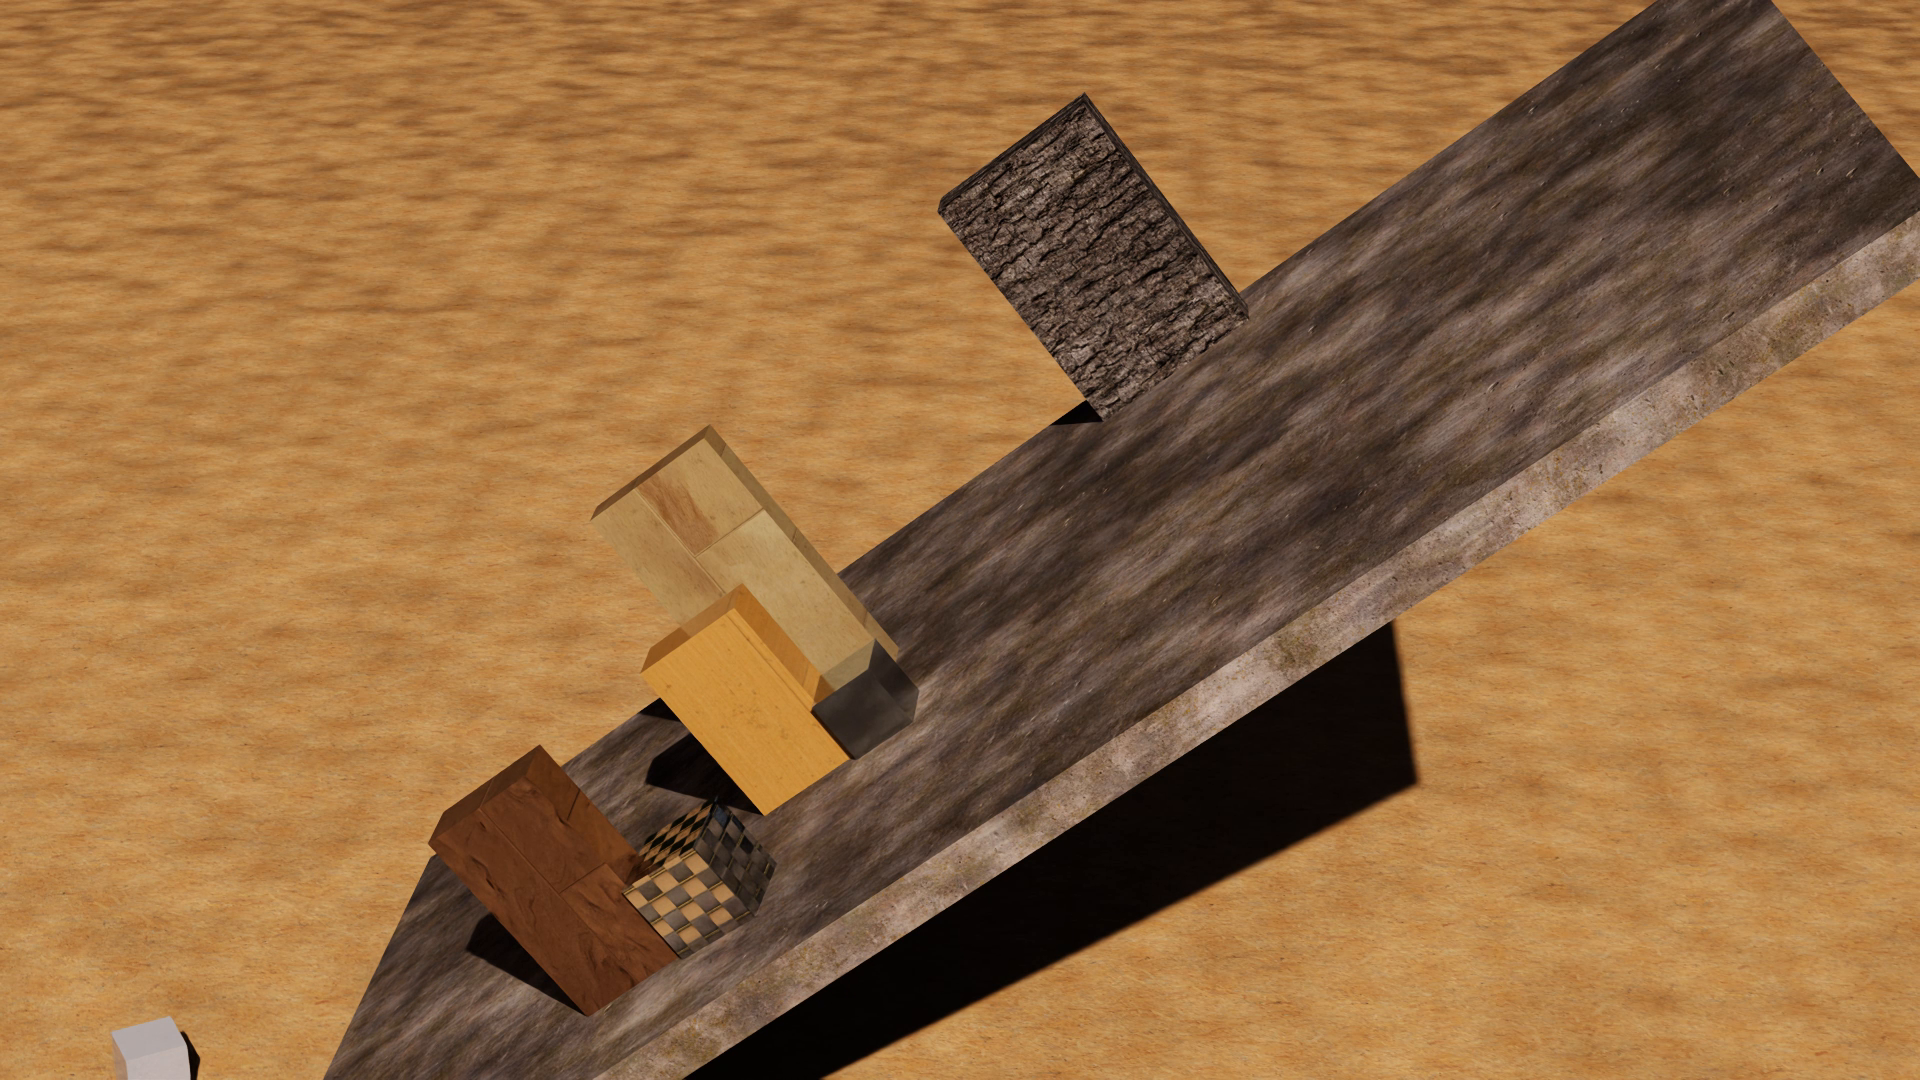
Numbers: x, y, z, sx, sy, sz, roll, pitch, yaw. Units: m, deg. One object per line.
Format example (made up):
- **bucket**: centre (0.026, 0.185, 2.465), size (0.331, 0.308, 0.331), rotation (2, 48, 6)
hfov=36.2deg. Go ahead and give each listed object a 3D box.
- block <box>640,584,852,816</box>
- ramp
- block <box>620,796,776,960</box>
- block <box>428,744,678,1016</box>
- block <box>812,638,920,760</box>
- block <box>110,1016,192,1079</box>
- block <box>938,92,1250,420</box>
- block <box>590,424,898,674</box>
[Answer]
- **block**: centre (-0.436, 0.338, 6.220), size (0.257, 0.413, 0.129), rotation (-35, 16, 17)
- **ramp**: centre (0.127, 0.181, 6.327), size (4.000, 0.100, 2.000), rotation (-35, 16, 17)
- **block**: centre (-0.521, 0.675, 5.889), size (0.193, 0.193, 0.193), rotation (-32, 17, 24)
- **block**: centre (-0.798, 0.689, 5.928), size (0.263, 0.492, 0.133), rotation (-35, 16, 17)
- **block**: centre (-0.197, 0.334, 6.175), size (0.151, 0.151, 0.151), rotation (-35, 16, 17)
- **block**: centre (-1.900, 1.232, 6.914), size (0.142, 0.142, 0.142), rotation (-12, 26, -26)
- **block**: centre (0.312, -0.653, 6.837), size (0.420, 0.639, 0.114), rotation (-35, 16, 17)
- **block**: centre (-0.472, 0.100, 6.494), size (0.327, 0.664, 0.086), rotation (-35, 16, 17)
